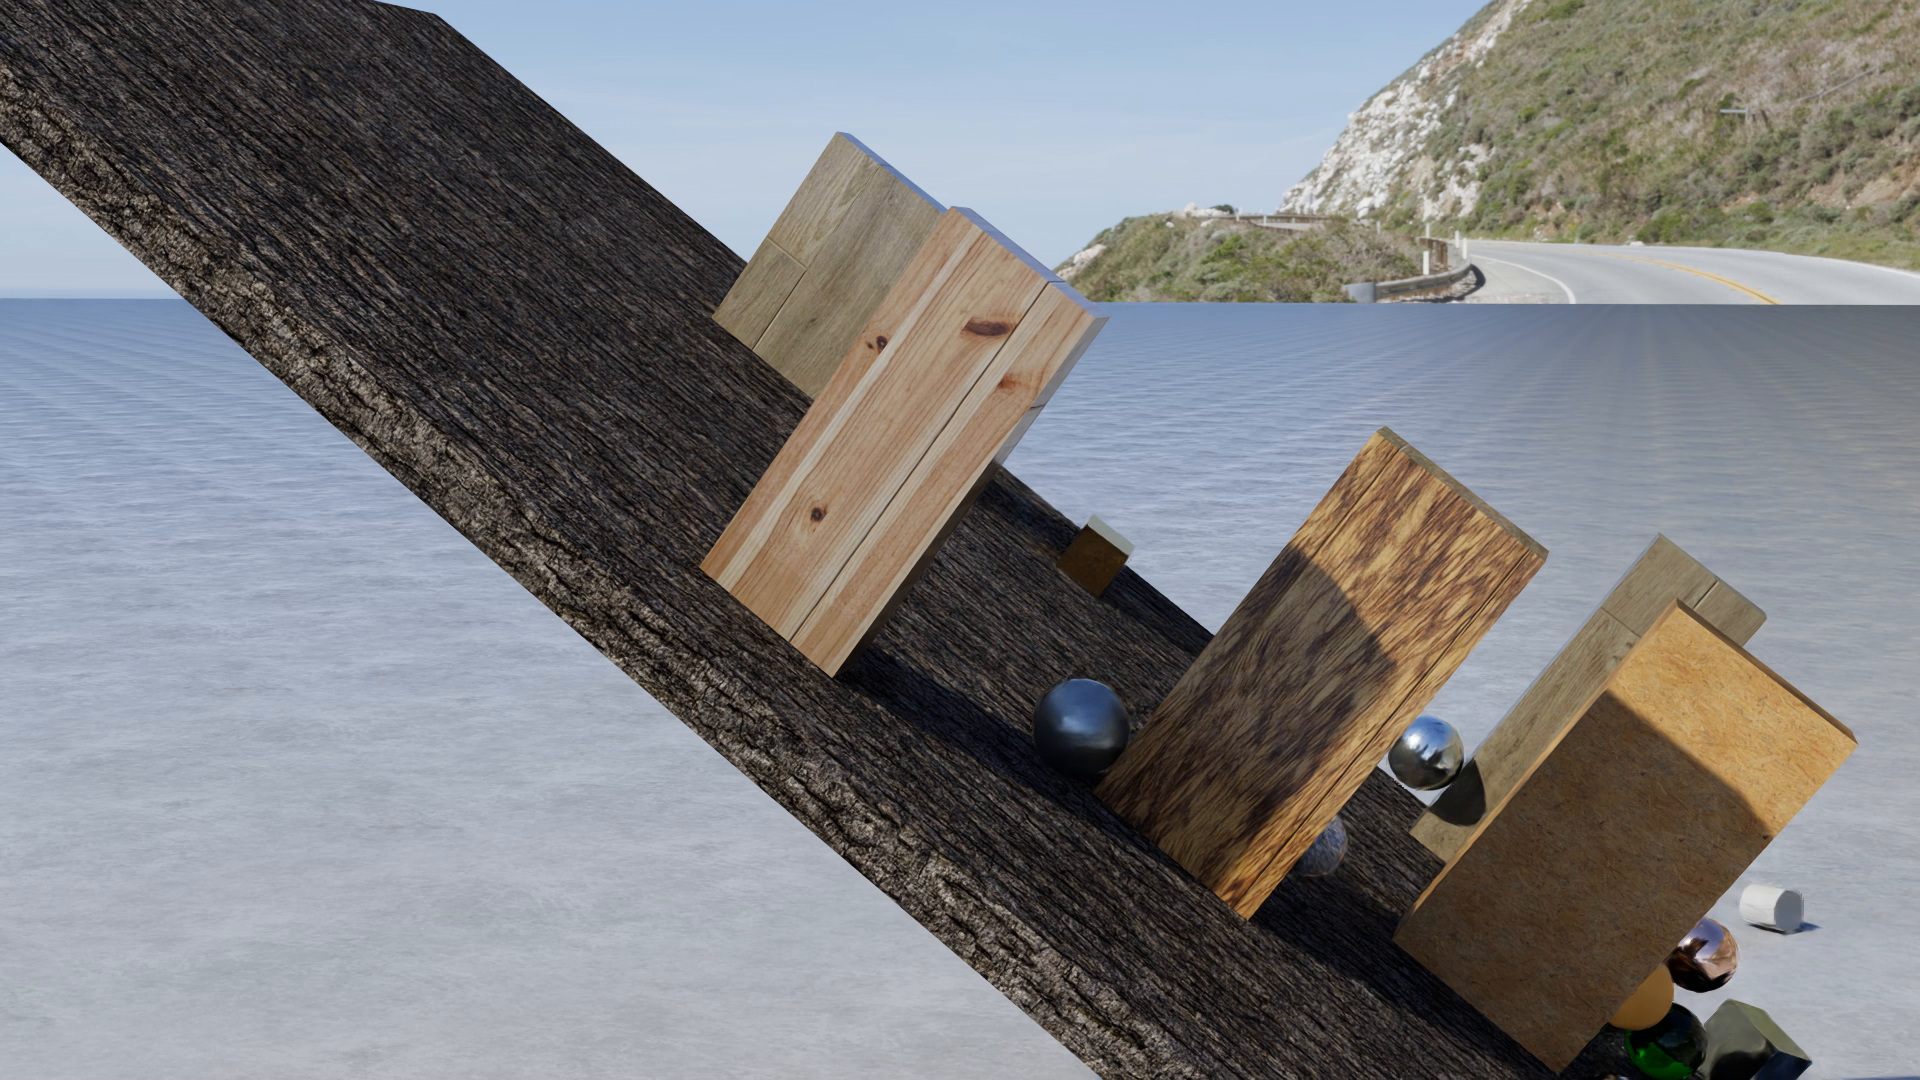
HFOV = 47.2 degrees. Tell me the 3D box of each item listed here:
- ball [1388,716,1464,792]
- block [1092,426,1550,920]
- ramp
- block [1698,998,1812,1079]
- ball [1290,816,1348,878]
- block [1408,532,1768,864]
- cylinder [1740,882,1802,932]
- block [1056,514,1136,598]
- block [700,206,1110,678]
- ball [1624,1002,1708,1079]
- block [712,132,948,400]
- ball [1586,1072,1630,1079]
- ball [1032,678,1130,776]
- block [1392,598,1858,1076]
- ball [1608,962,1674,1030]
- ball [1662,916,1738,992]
[{"bbox_3d":[0.960,0.440,4.532,0.156,0.156,0.156,0,7,0],"label":"ball"},{"bbox_3d":[0.575,0.216,3.550,0.325,0.751,0.139,39,16,9],"label":"block"},{"bbox_3d":[-0.058,0.119,4.067,4.000,0.100,2.000,39,16,9],"label":"ramp"},{"bbox_3d":[1.585,1.040,4.434,0.147,0.147,0.147,23,20,-39],"label":"block"},{"bbox_3d":[0.620,0.531,3.891,0.129,0.129,0.129,0,7,0],"label":"ball"},{"bbox_3d":[1.271,0.376,4.482,0.258,0.793,0.092,39,16,9],"label":"block"},{"bbox_3d":[2.295,1.039,6.222,0.118,0.118,0.118,-4,4,-30],"label":"cylinder"},{"bbox_3d":[0.286,0.034,4.645,0.113,0.113,0.113,37,16,2],"label":"block"},{"bbox_3d":[-0.090,-0.143,3.309,0.270,0.680,0.095,39,16,9],"label":"block"},{"bbox_3d":[1.338,0.950,4.168,0.149,0.149,0.149,0,7,0],"label":"ball"},{"bbox_3d":[-0.242,-0.545,4.530,0.339,0.471,0.081,39,16,9],"label":"block"},{"bbox_3d":[1.079,0.952,3.649,0.132,0.132,0.132,0,7,0],"label":"ball"},{"bbox_3d":[0.198,0.305,3.594,0.158,0.158,0.158,0,7,0],"label":"ball"},{"bbox_3d":[1.150,0.520,3.846,0.367,0.774,0.122,39,16,9],"label":"block"},{"bbox_3d":[1.253,0.838,4.110,0.155,0.155,0.155,0,7,0],"label":"ball"},{"bbox_3d":[1.418,0.795,4.222,0.145,0.145,0.145,0,7,0],"label":"ball"}]
